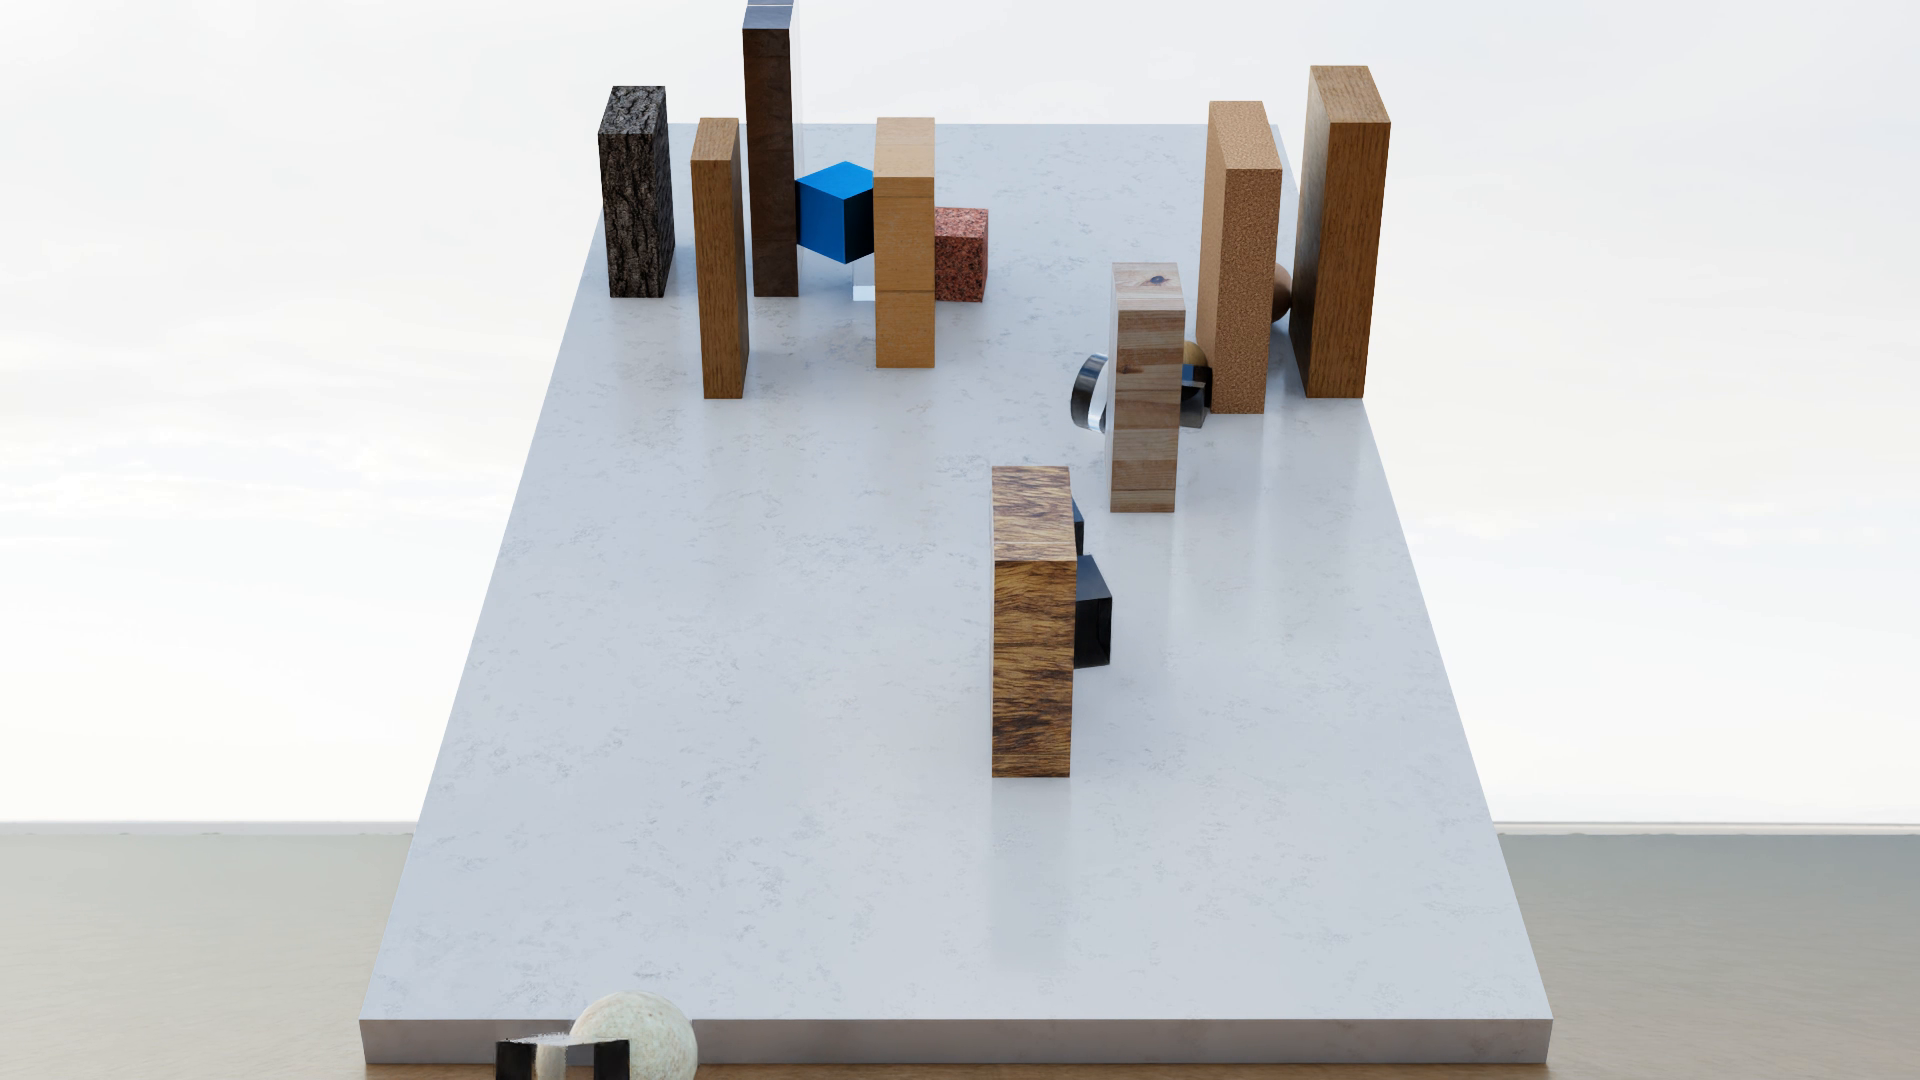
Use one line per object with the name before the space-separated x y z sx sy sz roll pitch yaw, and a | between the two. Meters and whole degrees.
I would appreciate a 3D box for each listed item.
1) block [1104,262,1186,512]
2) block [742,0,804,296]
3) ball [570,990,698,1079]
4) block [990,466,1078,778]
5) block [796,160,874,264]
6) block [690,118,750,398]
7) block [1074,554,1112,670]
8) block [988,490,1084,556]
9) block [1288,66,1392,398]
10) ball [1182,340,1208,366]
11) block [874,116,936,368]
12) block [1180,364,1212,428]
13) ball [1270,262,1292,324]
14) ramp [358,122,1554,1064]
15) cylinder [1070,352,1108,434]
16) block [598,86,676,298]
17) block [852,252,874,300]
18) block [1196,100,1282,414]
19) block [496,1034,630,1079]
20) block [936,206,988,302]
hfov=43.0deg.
block | 0.411 -0.340 5.467 0.145 0.506 0.241 0 31 0
block | -0.485 -1.067 6.431 0.118 0.737 0.422 0 31 0
ball | -0.445 0.699 3.302 0.179 0.179 0.179 0 -7 0
block | 0.135 0.155 4.670 0.149 0.487 0.346 0 31 0
block | -0.298 -0.853 6.338 0.181 0.181 0.181 27 40 36
block | -0.579 -0.680 5.904 0.093 0.624 0.266 0 31 0
block | 0.207 0.152 4.986 0.166 0.166 0.166 -6 32 -11
block | 0.163 -0.003 5.236 0.168 0.168 0.168 -6 32 -10
block | 0.919 -0.750 5.940 0.140 0.716 0.372 0 31 0
ball | 0.539 -0.424 5.963 0.134 0.134 0.134 0 -7 0
block | -0.137 -0.750 6.129 0.147 0.513 0.386 0 31 0
block | 0.539 -0.348 5.861 0.110 0.110 0.110 8 32 13
ball | 0.776 -0.639 6.280 0.172 0.172 0.172 0 -7 0
ramp | -0.014 -0.197 5.811 2.000 0.100 4.000 0 31 0
cylinder | 0.387 -0.331 5.762 0.184 0.184 0.184 18 2 27
block | -0.854 -0.925 6.460 0.140 0.461 0.340 0 31 0
block | -0.212 -0.731 6.450 0.144 0.144 0.144 -1 31 -2
block | 0.671 -0.687 5.913 0.129 0.635 0.426 0 31 0
block | -0.517 0.712 3.167 0.122 0.122 0.122 -5 -8 34
block | -0.026 -0.758 6.455 0.186 0.186 0.186 3 31 4
